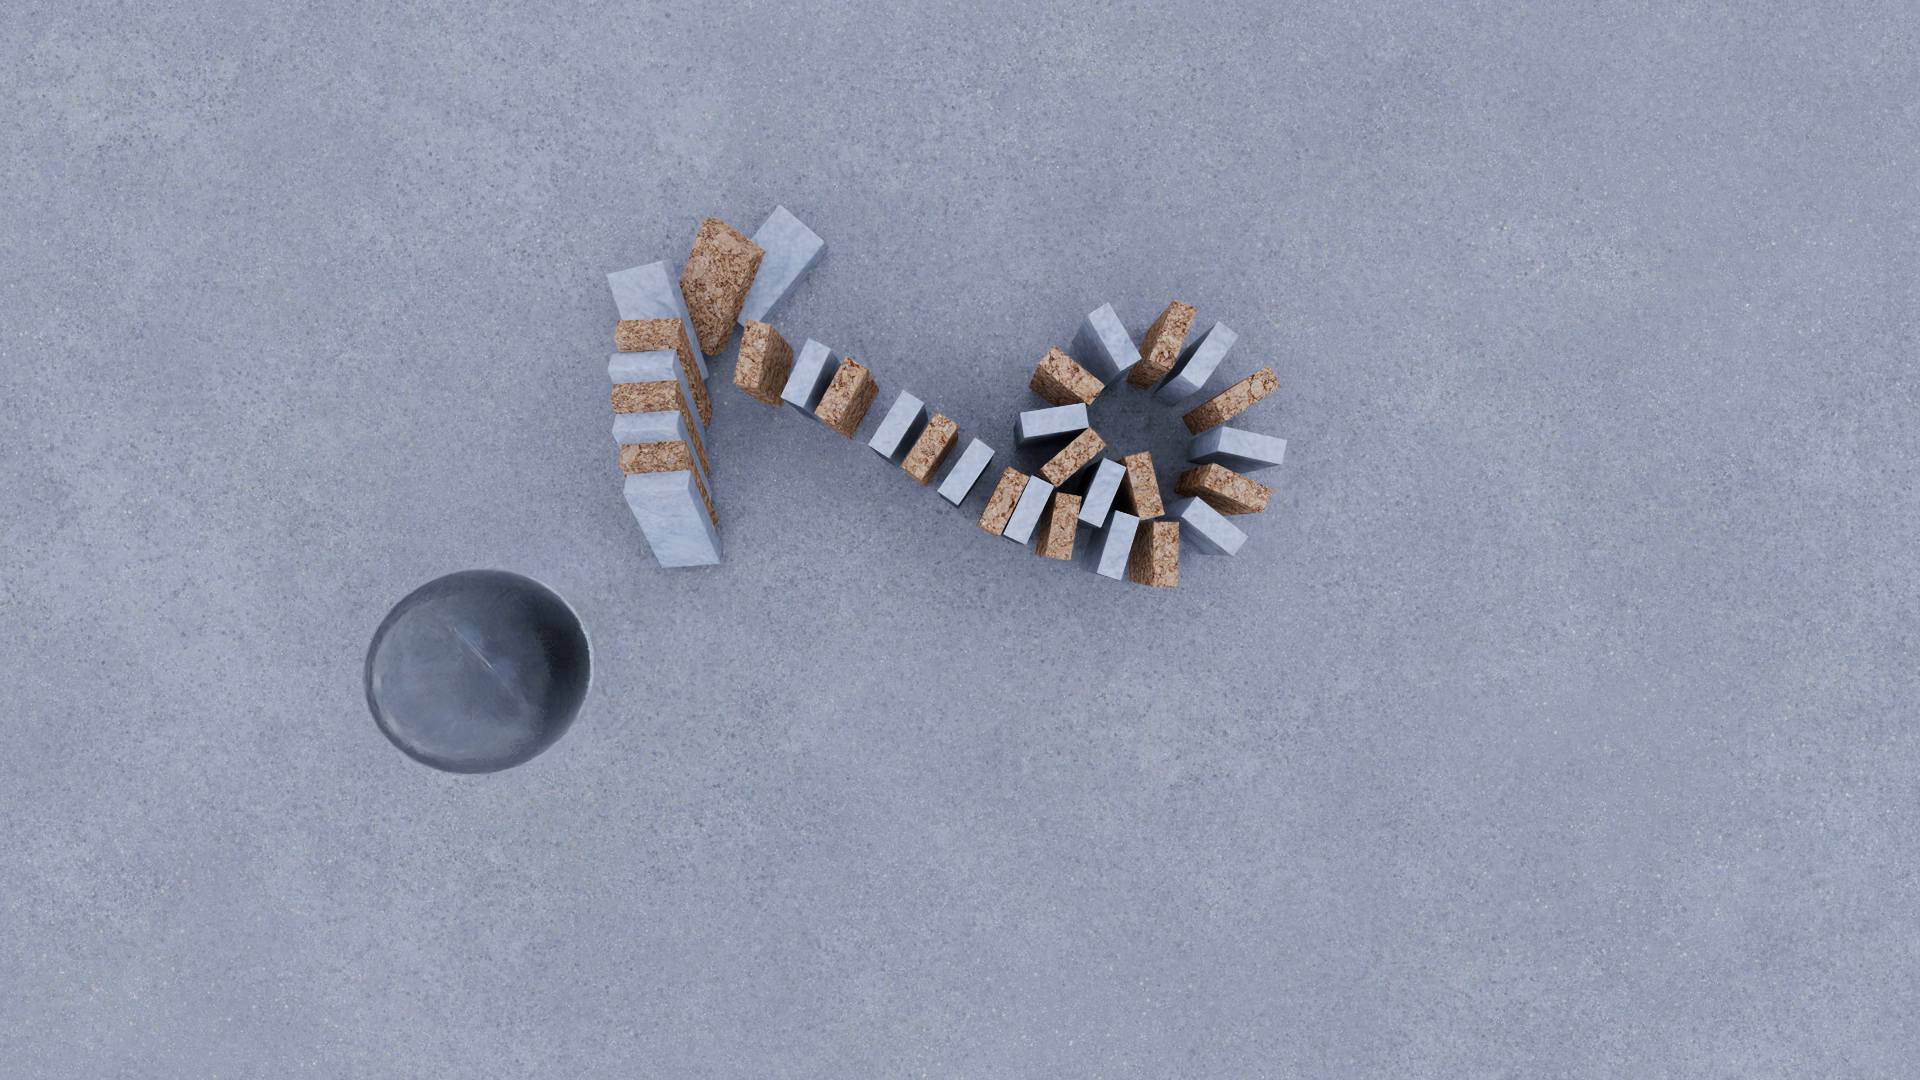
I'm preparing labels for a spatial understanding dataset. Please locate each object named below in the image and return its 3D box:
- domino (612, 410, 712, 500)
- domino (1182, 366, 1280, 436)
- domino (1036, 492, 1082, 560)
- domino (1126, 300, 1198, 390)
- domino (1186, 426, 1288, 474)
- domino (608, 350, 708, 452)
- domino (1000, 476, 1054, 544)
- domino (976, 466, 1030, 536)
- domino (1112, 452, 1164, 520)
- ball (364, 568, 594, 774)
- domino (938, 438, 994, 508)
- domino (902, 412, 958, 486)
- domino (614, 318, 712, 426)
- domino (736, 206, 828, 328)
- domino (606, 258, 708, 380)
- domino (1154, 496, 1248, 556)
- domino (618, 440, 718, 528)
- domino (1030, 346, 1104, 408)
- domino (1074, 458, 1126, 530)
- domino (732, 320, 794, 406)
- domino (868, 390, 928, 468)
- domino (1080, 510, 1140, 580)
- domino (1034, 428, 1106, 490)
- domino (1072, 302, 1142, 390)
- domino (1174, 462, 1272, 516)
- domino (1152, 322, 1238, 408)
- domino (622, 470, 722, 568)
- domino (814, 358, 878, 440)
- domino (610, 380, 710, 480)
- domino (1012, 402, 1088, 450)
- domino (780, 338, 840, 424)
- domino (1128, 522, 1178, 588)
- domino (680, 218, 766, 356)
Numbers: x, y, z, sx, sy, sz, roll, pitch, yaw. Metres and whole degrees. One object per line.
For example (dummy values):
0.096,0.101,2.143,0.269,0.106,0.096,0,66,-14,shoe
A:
-0.121,-0.031,0.377,0.025,0.050,0.010,-4,53,0,domino
0.110,-0.056,0.375,0.025,0.050,0.010,-32,90,0,domino
0.040,-0.005,0.375,0.009,0.050,0.025,10,90,0,domino
0.082,-0.079,0.375,0.009,0.050,0.025,23,90,0,domino
0.112,-0.036,0.375,0.025,0.050,0.009,12,90,0,domino
-0.123,-0.055,0.377,0.025,0.050,0.009,-4,53,0,domino
0.026,-0.012,0.375,0.009,0.050,0.025,26,90,0,domino
0.017,-0.015,0.375,0.009,0.050,0.025,27,90,0,domino
0.071,-0.021,0.375,0.010,0.050,0.025,-14,90,0,domino
-0.187,0.051,0.360,0.080,0.080,0.080,0,90,0,ball
0.002,-0.026,0.375,0.009,0.050,0.025,35,90,0,domino
-0.012,-0.036,0.375,0.009,0.050,0.025,34,90,0,domino
-0.121,-0.068,0.377,0.025,0.050,0.010,-2,53,1,domino
-0.083,-0.116,0.395,0.025,0.009,0.050,40,90,0,domino
-0.126,-0.089,0.385,0.025,0.010,0.050,-10,110,11,domino
0.097,-0.005,0.375,0.025,0.050,0.010,38,90,0,domino
-0.119,-0.020,0.377,0.025,0.050,0.009,-4,53,0,domino
0.043,-0.063,0.375,0.025,0.050,0.010,38,90,0,domino
0.054,-0.018,0.375,0.010,0.050,0.025,23,90,0,domino
-0.080,-0.071,0.375,0.010,0.050,0.025,12,90,0,domino
-0.024,-0.044,0.375,0.010,0.050,0.025,32,90,0,domino
0.061,0.002,0.375,0.009,0.050,0.025,17,90,0,domino
0.043,-0.032,0.375,0.025,0.050,0.010,-40,90,0,domino
0.059,-0.078,0.375,0.010,0.050,0.025,-31,90,0,domino
0.106,-0.020,0.375,0.025,0.050,0.009,25,90,0,domino
0.095,-0.071,0.375,0.009,0.050,0.025,36,90,0,domino
-0.117,-0.008,0.377,0.025,0.050,0.010,-4,53,0,domino
-0.046,-0.057,0.375,0.010,0.050,0.025,29,90,0,domino
-0.122,-0.043,0.377,0.025,0.050,0.010,-4,53,0,domino
0.036,-0.046,0.375,0.025,0.050,0.010,-9,90,0,domino
-0.059,-0.064,0.375,0.010,0.050,0.025,25,90,0,domino
0.079,0.006,0.375,0.010,0.050,0.025,1,90,0,domino
-0.103,-0.105,0.382,0.025,0.010,0.050,35,121,3,domino
